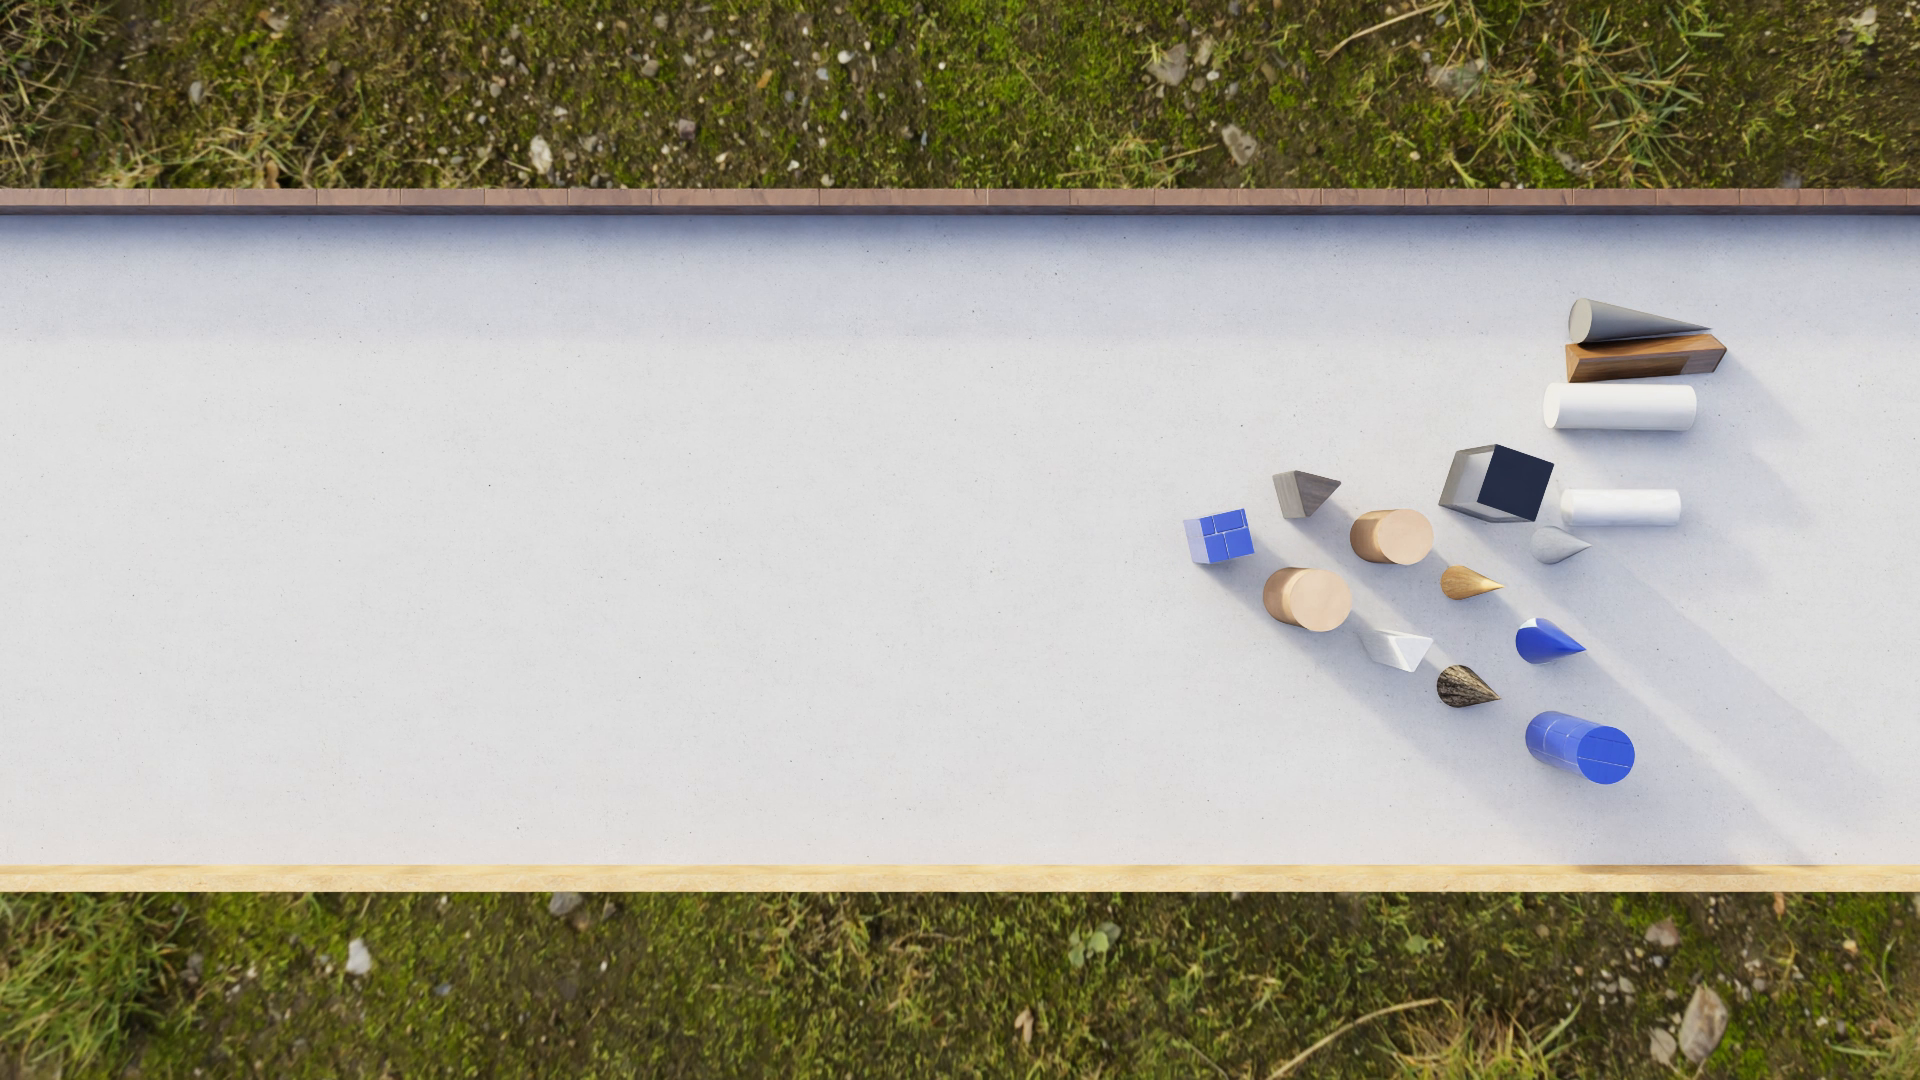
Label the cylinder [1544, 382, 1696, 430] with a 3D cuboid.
[{"bbox_3d":[2.001,-0.405,5.008,0.411,0.137,0.137,1,90,0],"label":"cylinder"}]

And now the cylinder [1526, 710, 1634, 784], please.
[{"bbox_3d":[1.822,0.607,4.864,0.165,0.424,0.165,0,90,0],"label":"cylinder"}]

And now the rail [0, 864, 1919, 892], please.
[{"bbox_3d":[-2.247,1.025,5.001,12.000,0.150,0.050,0,90,0],"label":"rail"}]

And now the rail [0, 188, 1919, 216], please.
[{"bbox_3d":[-2.247,-1.025,5.002,12.000,0.150,0.050,0,90,0],"label":"rail"}]

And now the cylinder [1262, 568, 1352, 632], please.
[{"bbox_3d":[1.020,0.171,4.870,0.176,0.413,0.176,0,90,0],"label":"cylinder"}]

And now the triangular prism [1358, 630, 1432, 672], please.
[{"bbox_3d":[1.262,0.301,4.858,0.094,0.437,0.109,32,90,0],"label":"triangular prism"}]

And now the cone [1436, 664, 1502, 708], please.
[{"bbox_3d":[1.533,0.450,4.871,0.132,0.411,0.132,0,90,0],"label":"cone"}]

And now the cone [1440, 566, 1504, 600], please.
[{"bbox_3d":[1.533,0.131,4.854,0.107,0.445,0.107,0,90,0],"label":"cone"}]

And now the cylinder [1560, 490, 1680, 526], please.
[{"bbox_3d":[2.010,-0.100,5.022,0.323,0.110,0.110,0,90,0],"label":"cylinder"}]

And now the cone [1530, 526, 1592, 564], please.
[{"bbox_3d":[1.816,0.016,4.904,0.120,0.345,0.120,0,90,0],"label":"cone"}]

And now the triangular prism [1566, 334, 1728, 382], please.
[{"bbox_3d":[2.090,-0.559,5.023,0.448,0.102,0.118,-4,90,0],"label":"triangular prism"}]

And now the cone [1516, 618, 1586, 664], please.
[{"bbox_3d":[1.782,0.312,4.881,0.145,0.390,0.145,0,90,0],"label":"cone"}]

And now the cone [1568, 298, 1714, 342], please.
[{"bbox_3d":[2.102,-0.658,5.043,0.445,0.136,0.136,2,90,-9],"label":"cone"}]

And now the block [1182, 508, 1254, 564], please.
[{"bbox_3d":[0.764,-0.012,4.899,0.132,0.355,0.132,-13,90,0],"label":"block"}]

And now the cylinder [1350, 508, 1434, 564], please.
[{"bbox_3d":[1.280,-0.010,4.907,0.161,0.340,0.161,0,90,0],"label":"cylinder"}]

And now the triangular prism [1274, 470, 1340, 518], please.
[{"bbox_3d":[1.005,-0.157,4.908,0.120,0.337,0.138,44,90,0],"label":"triangular prism"}]

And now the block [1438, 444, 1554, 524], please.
[{"bbox_3d":[1.582,-0.163,4.886,0.176,0.381,0.176,19,90,0],"label":"block"}]
